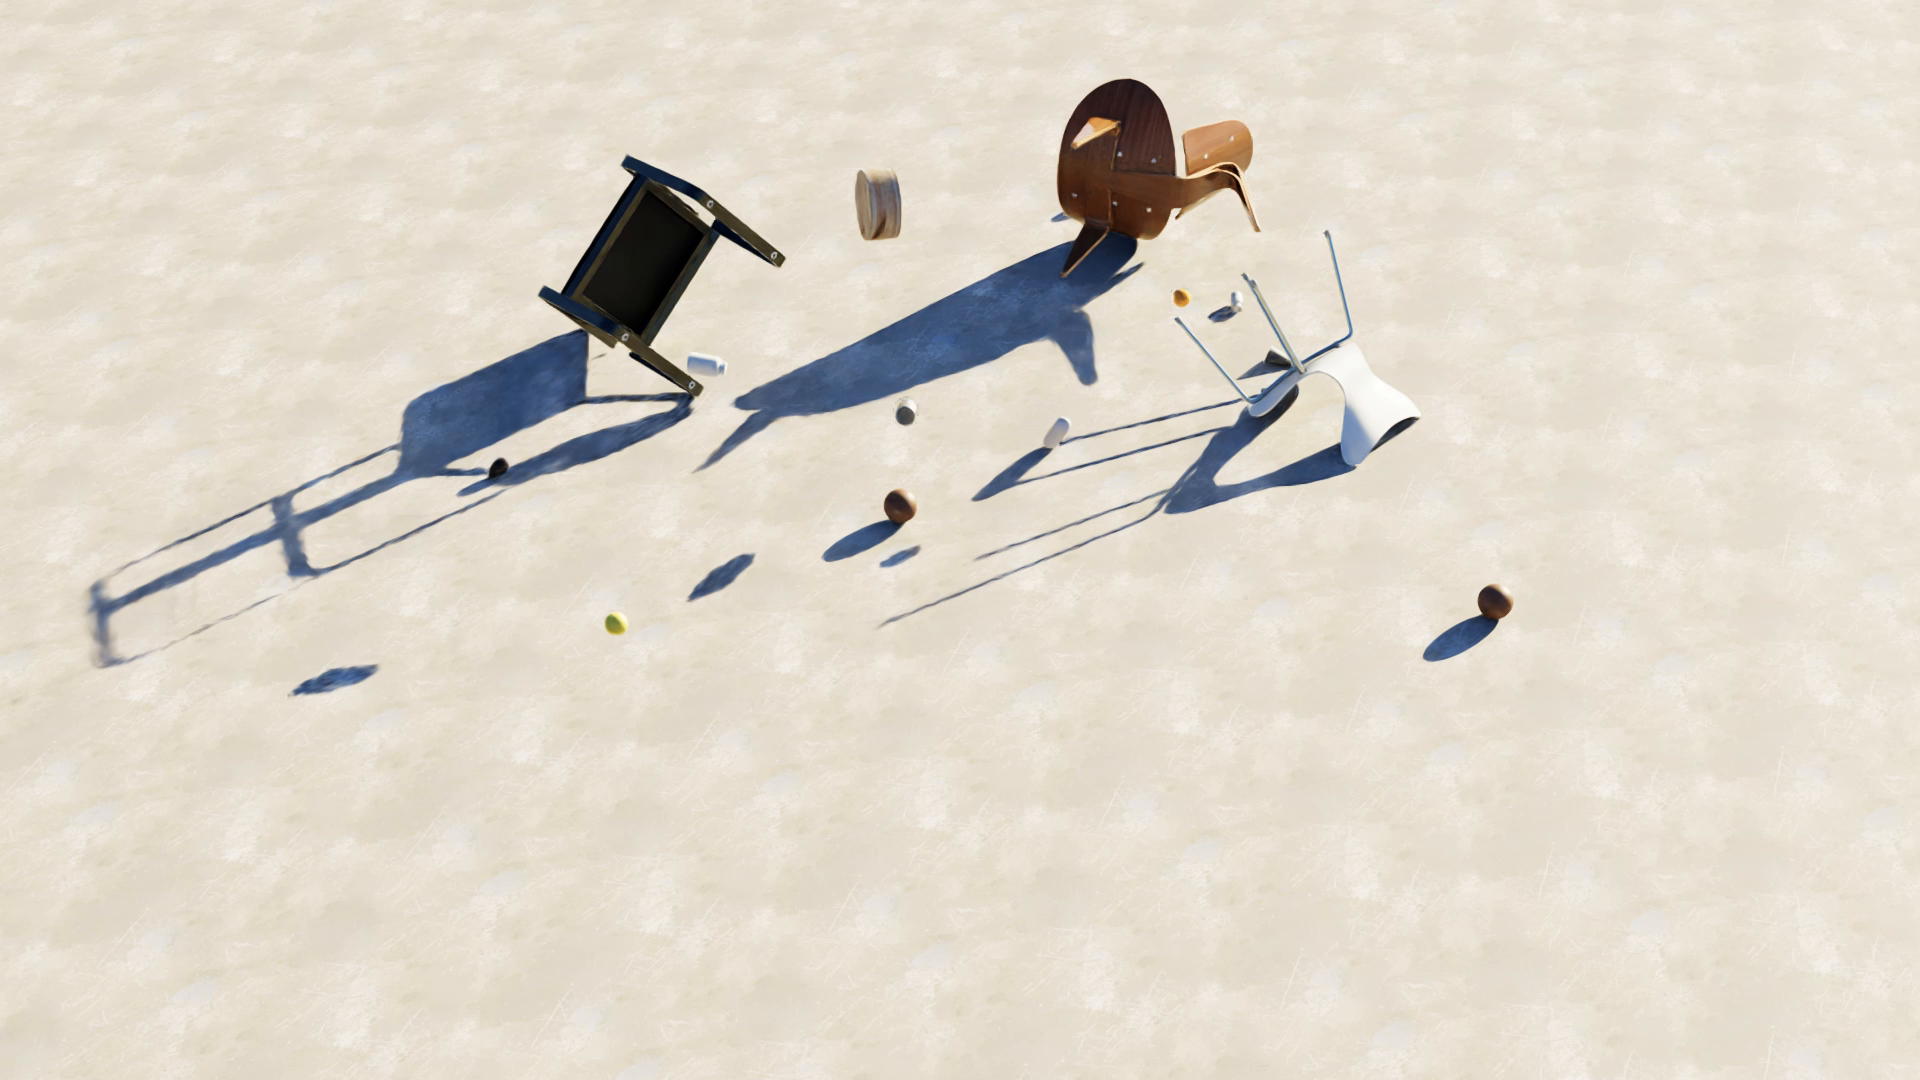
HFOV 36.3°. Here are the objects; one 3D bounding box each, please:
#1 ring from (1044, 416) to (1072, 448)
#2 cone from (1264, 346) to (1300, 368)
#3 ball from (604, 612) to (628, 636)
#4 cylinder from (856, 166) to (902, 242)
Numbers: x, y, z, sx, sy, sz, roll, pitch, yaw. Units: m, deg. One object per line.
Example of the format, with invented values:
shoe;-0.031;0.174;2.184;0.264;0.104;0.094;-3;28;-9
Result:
ring;0.378;-0.419;11.434;0.061;0.188;0.087;34;52;-2
cone;1.330;-0.737;12.030;0.140;0.075;0.082;25;38;10
ball;-1.040;0.253;8.876;0.070;0.070;0.070;0;33;0
cylinder;-0.337;-1.389;12.118;0.136;0.294;0.162;-9;11;-24
